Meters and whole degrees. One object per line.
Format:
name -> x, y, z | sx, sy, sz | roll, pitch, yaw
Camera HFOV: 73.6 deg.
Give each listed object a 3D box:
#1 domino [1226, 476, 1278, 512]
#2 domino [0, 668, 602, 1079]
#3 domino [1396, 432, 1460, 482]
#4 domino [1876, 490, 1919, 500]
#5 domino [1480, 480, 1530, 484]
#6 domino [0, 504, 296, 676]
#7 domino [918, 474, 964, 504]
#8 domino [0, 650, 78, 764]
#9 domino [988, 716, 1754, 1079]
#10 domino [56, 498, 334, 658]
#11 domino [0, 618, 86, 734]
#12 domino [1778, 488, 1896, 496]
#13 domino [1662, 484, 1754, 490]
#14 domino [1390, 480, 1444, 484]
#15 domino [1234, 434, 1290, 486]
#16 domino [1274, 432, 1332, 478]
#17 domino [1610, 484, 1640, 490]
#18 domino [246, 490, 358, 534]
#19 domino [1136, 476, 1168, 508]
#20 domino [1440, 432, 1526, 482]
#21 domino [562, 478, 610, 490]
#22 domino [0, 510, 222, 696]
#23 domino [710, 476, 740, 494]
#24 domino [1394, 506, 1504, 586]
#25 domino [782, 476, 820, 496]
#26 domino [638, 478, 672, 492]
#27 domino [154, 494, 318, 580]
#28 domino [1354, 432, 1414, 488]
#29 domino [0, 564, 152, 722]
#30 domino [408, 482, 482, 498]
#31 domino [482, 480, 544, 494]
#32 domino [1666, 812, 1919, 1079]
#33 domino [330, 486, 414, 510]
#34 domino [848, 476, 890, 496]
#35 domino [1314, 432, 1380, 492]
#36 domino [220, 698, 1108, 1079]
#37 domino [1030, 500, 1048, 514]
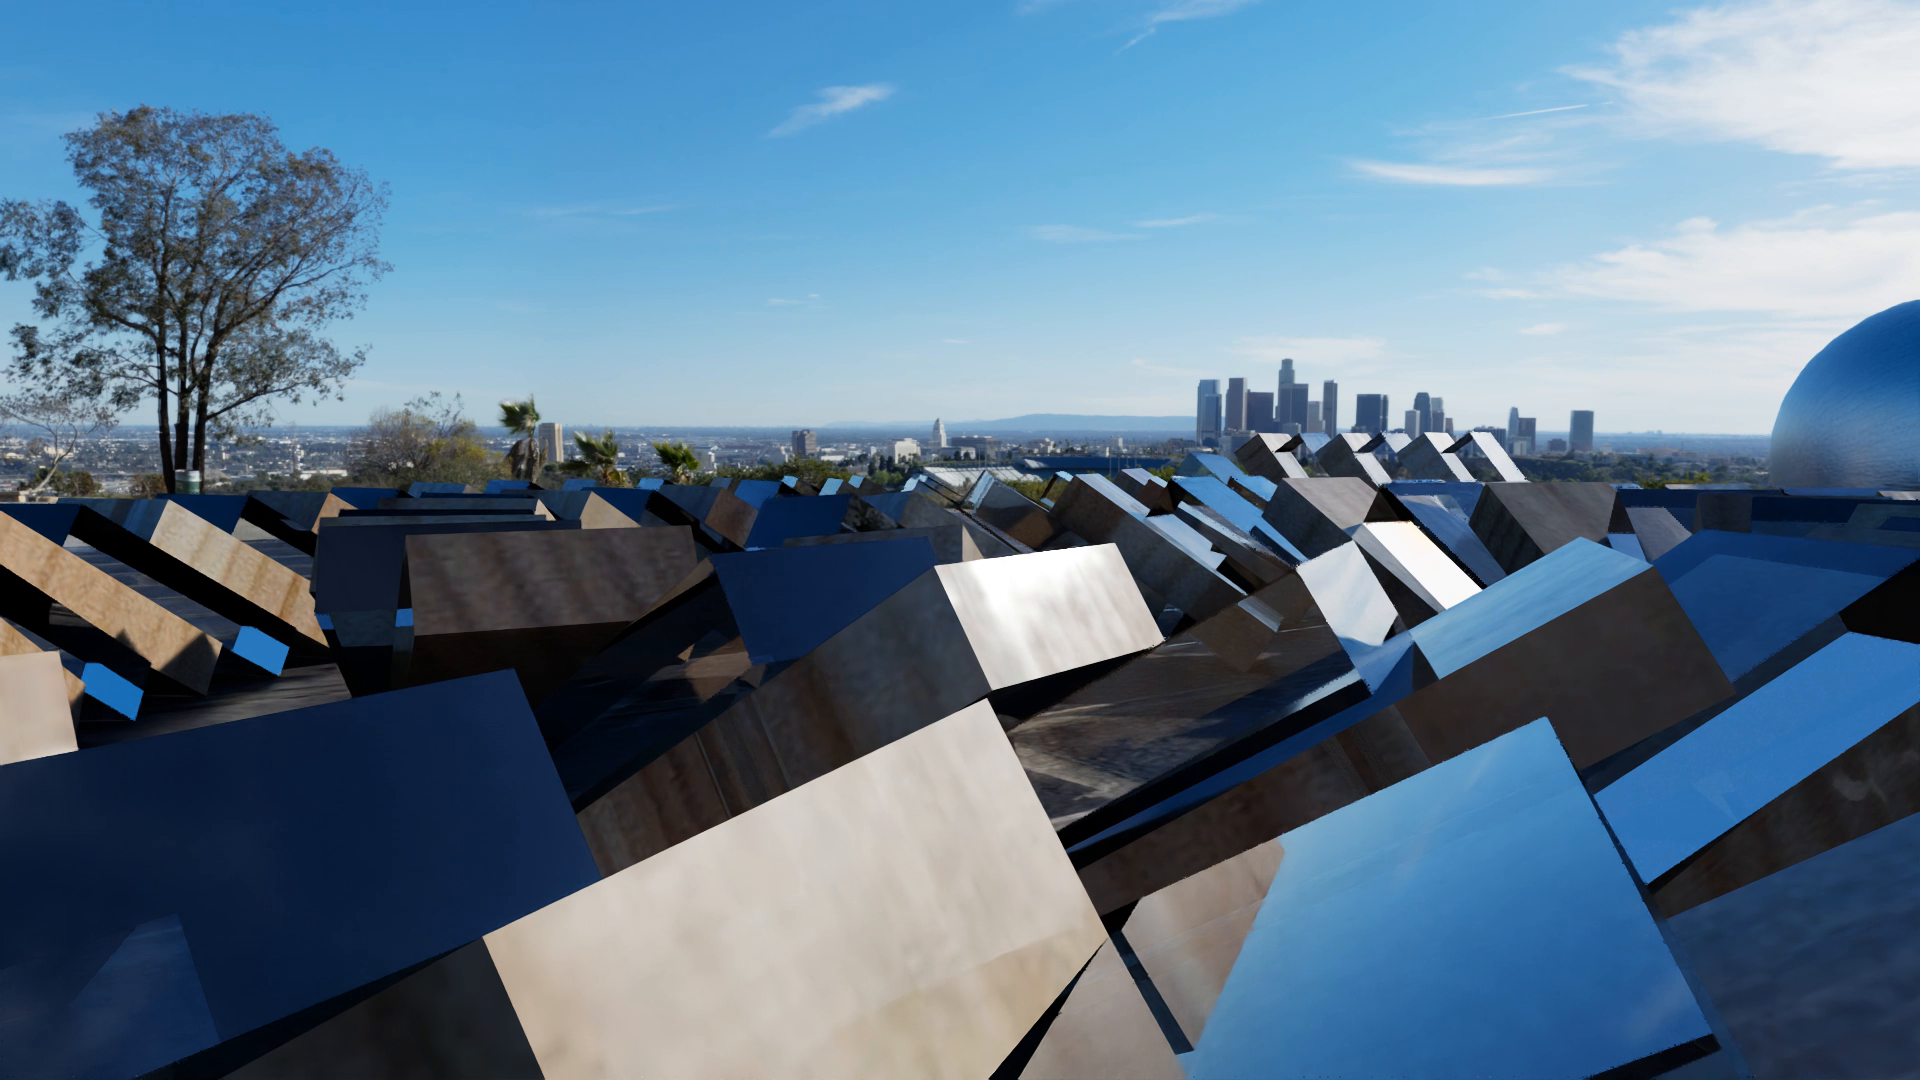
domino -> 0.090, 0.001, 0.323 | 0.050, 0.009, 0.025 | 37, 21, 24
domino -> -0.041, 0.022, 0.052 | 0.050, 0.009, 0.025 | -32, -12, 28
domino -> 0.143, -0.007, 0.356 | 0.009, 0.050, 0.025 | -41, -19, 30
domino -> 0.183, 0.009, 0.220 | 0.025, 0.009, 0.050 | 0, 35, -1
domino -> 0.141, 0.004, 0.290 | 0.025, 0.010, 0.050 | -3, 36, -39
domino -> -0.141, 0.010, 0.217 | 0.025, 0.009, 0.050 | 1, -26, 13
domino -> 0.008, -0.003, 0.390 | 0.050, 0.010, 0.025 | 29, 0, -8
domino -> -0.061, 0.021, 0.060 | 0.025, 0.009, 0.050 | -5, -24, -47
domino -> -0.002, 0.023, 0.039 | 0.050, 0.010, 0.025 | -30, -6, 19
domino -> -0.138, 0.008, 0.237 | 0.025, 0.010, 0.050 | 1, -26, 18
domino -> -0.132, 0.014, 0.156 | 0.025, 0.009, 0.050 | -1, -25, -12
domino -> 0.178, 0.008, 0.240 | 0.025, 0.009, 0.050 | 0, 35, -8
domino -> 0.167, 0.006, 0.259 | 0.025, 0.010, 0.050 | -2, 36, -23
domino -> 0.126, 0.003, 0.303 | 0.025, 0.009, 0.050 | -4, 36, -44
domino -> 0.104, -0.009, 0.384 | 0.009, 0.050, 0.025 | -41, -19, 29
domino -> 0.115, -0.009, 0.378 | 0.009, 0.050, 0.025 | -41, -18, 29
domino -> 0.155, 0.005, 0.275 | 0.025, 0.010, 0.050 | -2, 35, -30
domino -> -0.126, 0.005, 0.276 | 0.025, 0.010, 0.050 | 2, -25, 27
domino -> 0.068, 0.001, 0.325 | 0.050, 0.009, 0.025 | 32, 10, 9
domino -> 0.153, -0.006, 0.349 | 0.010, 0.050, 0.025 | -41, -19, 30
domino -> -0.082, 0.000, 0.344 | 0.050, 0.010, 0.025 | 33, -14, -31
domino -> -0.141, 0.011, 0.197 | 0.025, 0.010, 0.050 | 0, -26, 6
domino -> -0.048, -0.002, 0.367 | 0.050, 0.010, 0.025 | 30, -8, -21
domino -> 0.109, 0.002, 0.315 | 0.050, 0.009, 0.025 | 39, 26, 30
domino -> -0.030, -0.002, 0.376 | 0.050, 0.009, 0.025 | 30, -5, -17
domino -> -0.066, -0.001, 0.357 | 0.050, 0.010, 0.025 | 31, -11, -26
domino -> -0.133, 0.007, 0.257 | 0.025, 0.010, 0.050 | 2, -25, 23
domino -> 0.134, -0.007, 0.363 | 0.010, 0.050, 0.025 | -41, -19, 30
domino -> -0.139, 0.012, 0.177 | 0.025, 0.009, 0.050 | 0, -26, -1
domino -> -0.108, 0.002, 0.313 | 0.025, 0.010, 0.050 | 4, -25, 40
domino -> -0.096, 0.001, 0.329 | 0.025, 0.009, 0.050 | 4, -24, 48
domino -> 0.018, 0.023, 0.036 | 0.050, 0.009, 0.025 | -30, -2, 14
domino -> -0.118, 0.004, 0.295 | 0.025, 0.009, 0.050 | 3, -25, 33
domino -> -0.011, -0.003, 0.384 | 0.050, 0.009, 0.025 | 29, -2, -13
domino -> 0.125, -0.008, 0.372 | 0.010, 0.050, 0.025 | -41, -19, 30
domino -> -0.022, 0.023, 0.045 | 0.050, 0.009, 0.025 | -31, -8, 23
domino -> 0.028, 0.001, 0.324 | 0.050, 0.010, 0.025 | 31, 4, -2
